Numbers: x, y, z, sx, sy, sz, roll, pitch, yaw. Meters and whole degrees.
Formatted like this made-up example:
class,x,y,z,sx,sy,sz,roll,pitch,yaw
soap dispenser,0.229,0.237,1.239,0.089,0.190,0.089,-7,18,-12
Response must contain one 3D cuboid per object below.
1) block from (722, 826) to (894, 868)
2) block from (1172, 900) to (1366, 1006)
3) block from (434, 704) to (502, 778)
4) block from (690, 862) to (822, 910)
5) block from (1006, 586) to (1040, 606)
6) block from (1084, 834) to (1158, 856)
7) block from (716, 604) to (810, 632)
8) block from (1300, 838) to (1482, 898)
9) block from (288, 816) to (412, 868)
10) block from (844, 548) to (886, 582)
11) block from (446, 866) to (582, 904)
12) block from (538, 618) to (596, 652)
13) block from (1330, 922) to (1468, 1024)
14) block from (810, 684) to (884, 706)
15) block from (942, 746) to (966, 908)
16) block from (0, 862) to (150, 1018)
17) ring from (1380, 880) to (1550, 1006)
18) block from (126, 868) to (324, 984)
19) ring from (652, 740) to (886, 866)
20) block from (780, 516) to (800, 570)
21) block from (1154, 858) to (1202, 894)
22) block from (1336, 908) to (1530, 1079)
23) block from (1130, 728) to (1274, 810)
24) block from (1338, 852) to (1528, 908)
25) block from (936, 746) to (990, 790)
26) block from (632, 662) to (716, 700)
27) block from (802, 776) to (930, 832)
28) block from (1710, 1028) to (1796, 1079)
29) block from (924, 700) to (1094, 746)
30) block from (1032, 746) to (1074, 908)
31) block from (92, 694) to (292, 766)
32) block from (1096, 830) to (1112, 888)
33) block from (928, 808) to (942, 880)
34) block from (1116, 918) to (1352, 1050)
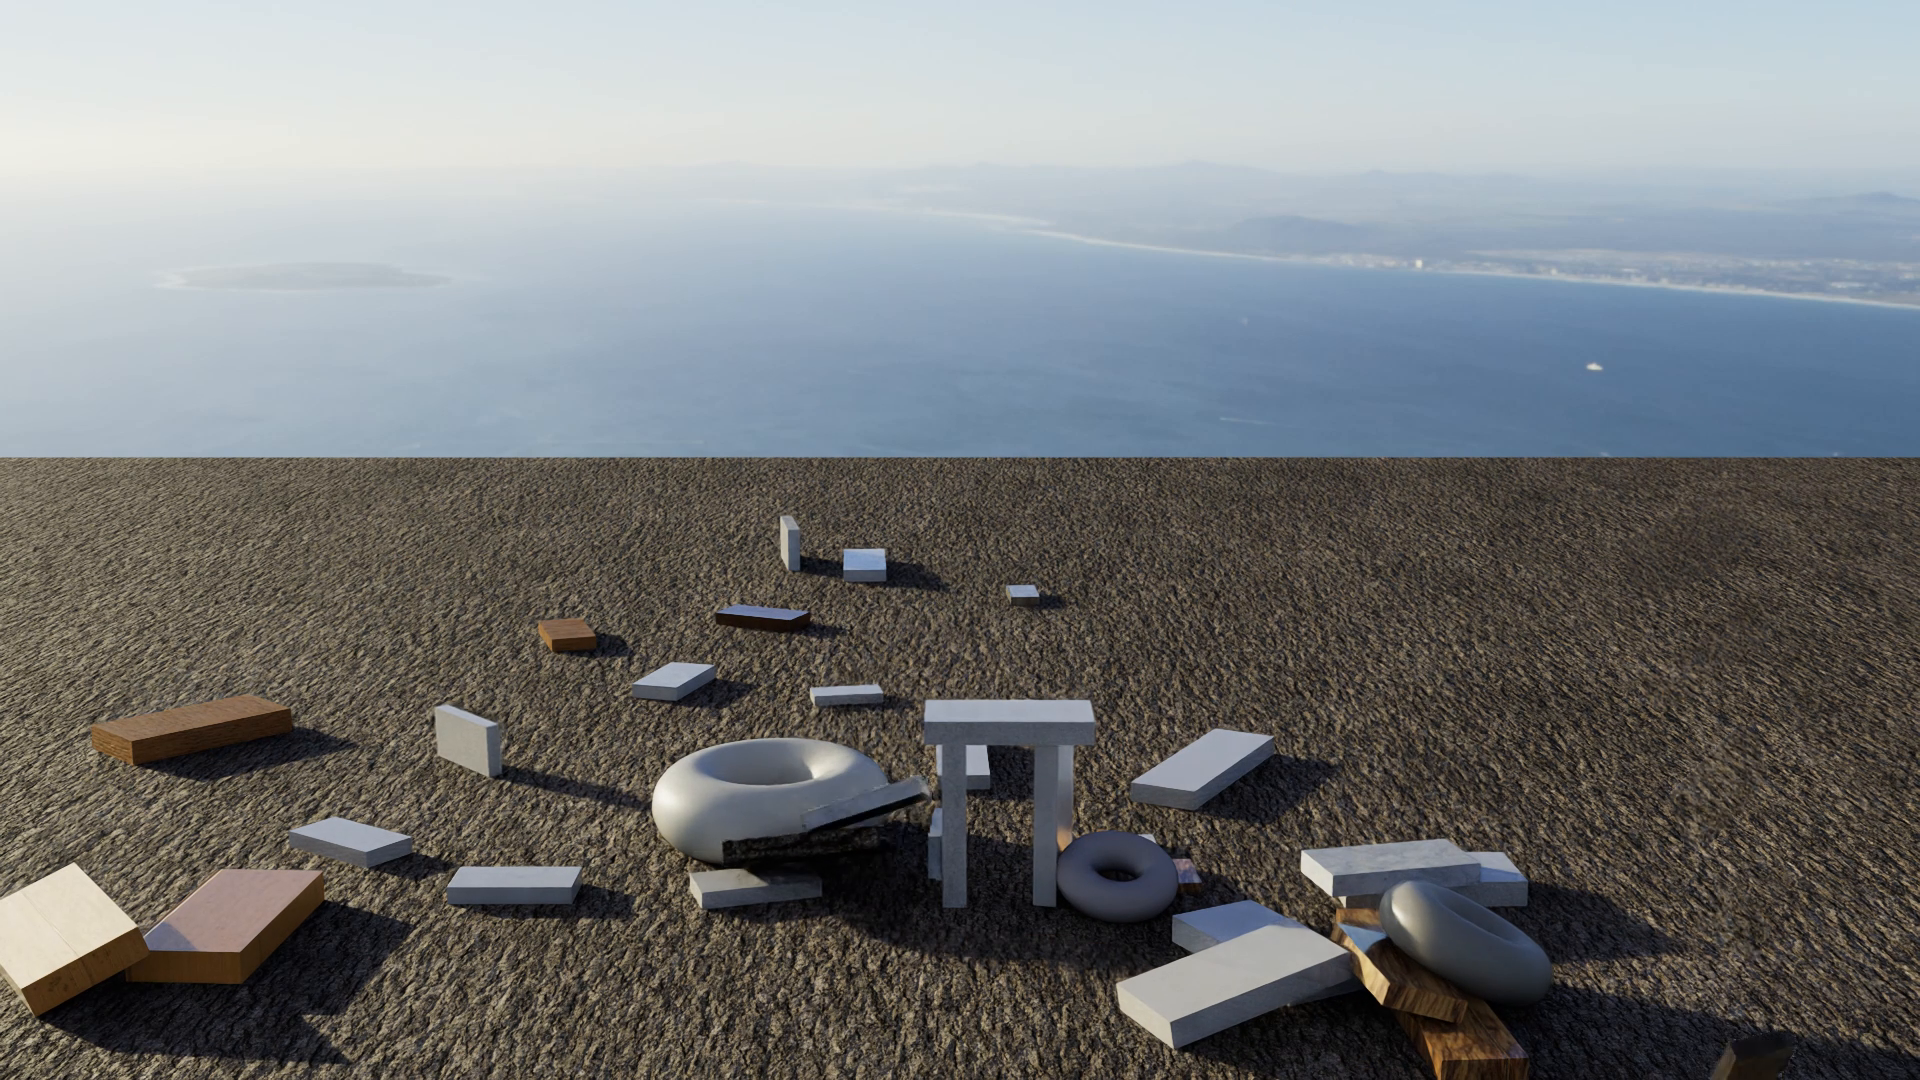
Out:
class,x,y,z,sx,sy,sz,roll,pitch,yaw
block,-0.252,0.510,3.659,0.259,0.037,0.130,-7,-12,8
block,0.471,0.627,3.356,0.150,0.043,0.301,-6,12,-28
block,-0.985,0.401,4.403,0.029,0.103,0.205,-11,15,-41
block,-0.341,0.575,3.669,0.203,0.029,0.101,-3,11,-18
block,0.170,0.150,5.981,0.077,0.022,0.155,-1,11,-4
block,0.284,0.540,3.891,0.123,0.017,0.062,-1,11,-3
block,-0.508,0.201,5.677,0.218,0.031,0.109,5,11,24
block,0.707,0.538,3.615,0.259,0.037,0.130,-3,11,-14
block,-1.079,0.534,3.891,0.205,0.029,0.103,7,13,34
block,-0.276,0.072,6.363,0.121,0.034,0.313,-1,11,-3
block,-0.741,0.576,3.667,0.205,0.029,0.103,0,11,0
block,-0.981,0.236,5.491,0.109,0.031,0.218,-4,11,-19
block,0.625,0.618,3.150,0.120,0.034,0.239,15,8,-11
block,-0.254,0.347,4.918,0.155,0.022,0.077,-2,11,-11
block,-0.009,0.454,3.644,0.039,0.275,0.138,0,11,0
block,-1.370,0.600,3.330,0.176,0.050,0.353,-29,24,-29
ring,0.740,0.589,3.221,0.268,0.089,0.268,26,7,-4
block,-1.150,0.603,3.460,0.176,0.050,0.367,1,11,3
ring,-0.337,0.468,3.946,0.429,0.143,0.429,-1,11,0
block,-0.500,0.008,6.473,0.034,0.121,0.241,-2,11,-10
block,0.370,0.570,3.730,0.062,0.017,0.123,-1,11,-4
block,0.680,0.656,3.221,0.120,0.034,0.583,-1,11,-4
block,0.483,0.448,4.332,0.130,0.037,0.433,6,12,27
block,0.778,0.567,3.674,0.301,0.043,0.150,0,11,-2
block,0.003,0.437,4.415,0.101,0.029,0.340,0,11,-1
block,-0.653,0.322,5.026,0.109,0.031,0.218,3,11,16
block,-0.155,0.443,3.662,0.202,0.029,0.101,-18,-14,3
block,0.956,0.635,2.659,0.073,0.021,0.146,-13,-33,-1
block,0.080,0.300,3.616,0.275,0.039,0.138,0,11,0
block,0.156,0.454,3.649,0.039,0.275,0.138,3,11,13
block,-1.602,0.393,4.593,0.176,0.050,0.353,10,14,42
block,0.245,0.543,3.752,0.017,0.062,0.123,2,11,0
block,-0.038,0.525,3.807,0.022,0.077,0.155,1,11,4
block,0.394,0.634,3.163,0.301,0.043,0.150,-16,17,-22
